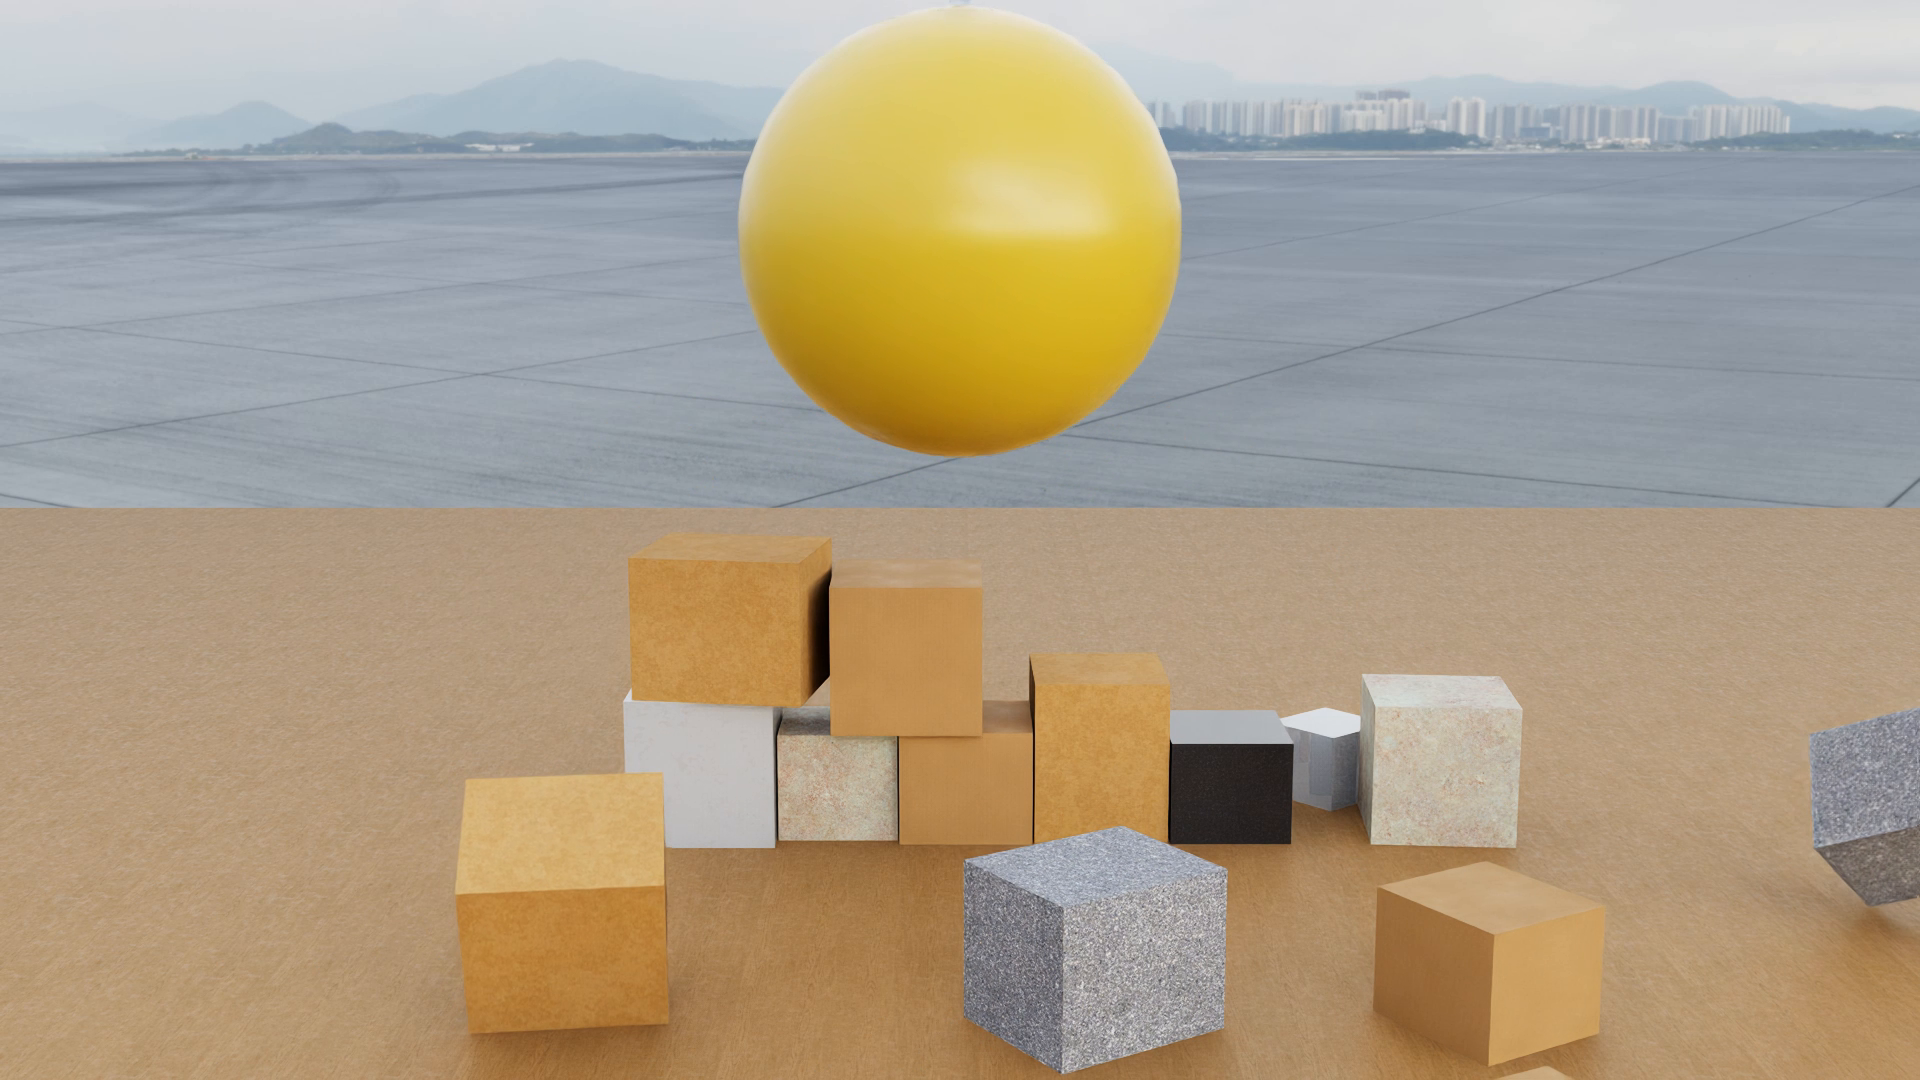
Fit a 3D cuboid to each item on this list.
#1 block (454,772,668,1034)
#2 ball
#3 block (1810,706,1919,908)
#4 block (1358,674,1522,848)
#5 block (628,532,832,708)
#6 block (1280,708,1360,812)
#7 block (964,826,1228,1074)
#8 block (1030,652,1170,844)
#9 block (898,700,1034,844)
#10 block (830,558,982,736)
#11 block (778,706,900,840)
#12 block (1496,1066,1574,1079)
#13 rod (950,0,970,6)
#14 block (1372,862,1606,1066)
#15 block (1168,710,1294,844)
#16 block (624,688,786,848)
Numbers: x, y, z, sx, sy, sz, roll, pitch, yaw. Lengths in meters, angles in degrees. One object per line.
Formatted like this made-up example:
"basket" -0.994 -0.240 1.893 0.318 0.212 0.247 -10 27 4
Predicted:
"block" -1.584 1.457 8.869 0.787 0.752 0.672 -1 34 -7
"ball" 0.000 -1.100 7.910 1.600 1.600 1.600 0 10 0
"block" 4.326 1.213 10.052 0.632 0.625 0.554 -22 -50 38
"block" 2.463 1.128 11.355 0.722 0.717 0.684 1 10 4
"block" -1.149 0.392 11.162 0.862 0.721 0.725 2 10 9
"block" 1.997 1.184 11.932 0.465 0.402 0.444 -9 14 -40
"block" 0.536 1.618 8.805 0.804 0.666 0.675 -7 12 -33
"block" 0.710 1.067 11.394 0.676 0.825 0.685 0 10 -1
"block" 0.030 1.194 11.380 0.671 0.580 0.659 0 10 0
"block" -0.268 0.538 11.260 0.755 0.754 0.758 0 10 0
"block" -0.618 1.203 11.409 0.606 0.550 0.582 0 10 0
"block" 1.896 2.038 7.177 0.441 0.422 0.443 -6 12 -28
"rod" 0.000 -4.296 9.069 0.080 5.200 0.080 0 -20 0
"block" 2.115 1.683 8.824 0.607 0.532 0.648 -6 12 -31
"block" 1.367 1.220 11.389 0.610 0.525 0.660 0 10 0
"block" -1.301 1.105 11.373 0.741 0.757 0.790 0 10 0
